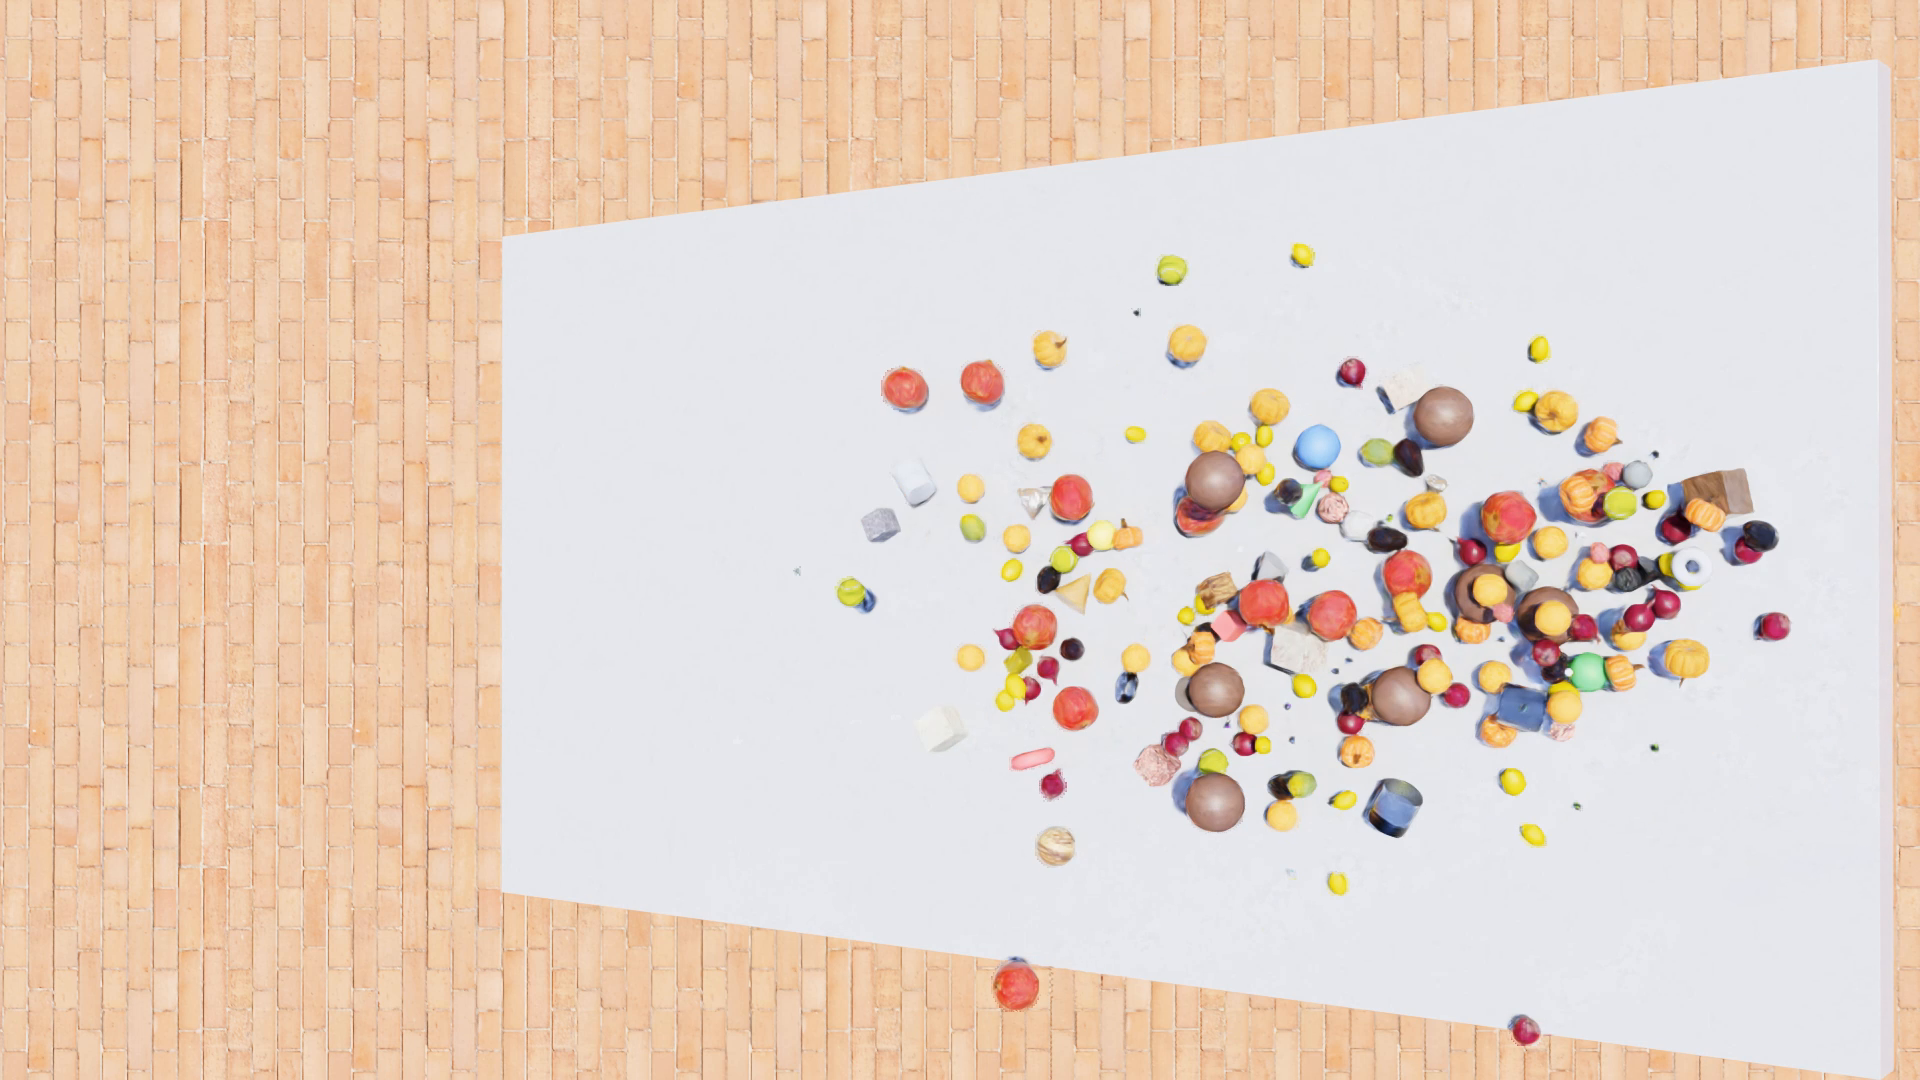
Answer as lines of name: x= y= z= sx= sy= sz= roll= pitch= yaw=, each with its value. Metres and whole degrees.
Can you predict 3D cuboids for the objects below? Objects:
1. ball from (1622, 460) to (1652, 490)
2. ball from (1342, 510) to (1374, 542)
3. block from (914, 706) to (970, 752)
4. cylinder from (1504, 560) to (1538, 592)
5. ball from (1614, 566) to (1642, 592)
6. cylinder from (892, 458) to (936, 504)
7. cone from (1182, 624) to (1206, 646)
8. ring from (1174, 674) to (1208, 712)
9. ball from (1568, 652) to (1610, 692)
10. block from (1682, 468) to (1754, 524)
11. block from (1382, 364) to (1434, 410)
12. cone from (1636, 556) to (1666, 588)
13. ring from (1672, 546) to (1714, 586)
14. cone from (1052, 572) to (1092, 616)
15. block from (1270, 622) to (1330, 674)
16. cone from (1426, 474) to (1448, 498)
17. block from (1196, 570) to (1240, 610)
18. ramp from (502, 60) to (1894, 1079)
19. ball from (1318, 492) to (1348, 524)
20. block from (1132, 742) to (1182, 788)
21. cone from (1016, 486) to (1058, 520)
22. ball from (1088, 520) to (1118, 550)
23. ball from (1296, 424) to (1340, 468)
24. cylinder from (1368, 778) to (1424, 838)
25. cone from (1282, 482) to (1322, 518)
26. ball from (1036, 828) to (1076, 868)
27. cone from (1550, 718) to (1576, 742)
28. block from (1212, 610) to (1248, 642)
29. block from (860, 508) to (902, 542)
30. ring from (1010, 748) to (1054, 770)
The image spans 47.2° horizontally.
ball: x=1.404 y=-0.135 z=4.557 sx=0.060 sy=0.060 sz=0.060 roll=0 pitch=90 yaw=0
ball: x=0.895 y=-0.033 z=4.945 sx=0.072 sy=0.072 sz=0.072 roll=0 pitch=90 yaw=0
block: x=-0.048 y=0.483 z=5.632 sx=0.086 sy=0.086 sz=0.086 roll=-36 pitch=69 yaw=20
cylinder: x=1.187 y=0.076 z=4.650 sx=0.051 sy=0.051 sz=0.051 roll=-46 pitch=56 yaw=0
ball: x=1.377 y=0.081 z=4.536 sx=0.052 sy=0.052 sz=0.052 roll=0 pitch=90 yaw=0
cylinder: x=-0.117 y=-0.152 z=5.639 sx=0.085 sy=0.085 sz=0.085 roll=-31 pitch=64 yaw=0
cone: x=0.564 y=0.213 z=5.221 sx=0.059 sy=0.059 sz=0.059 roll=-32 pitch=90 yaw=4
ring: x=0.550 y=0.364 z=5.228 sx=0.089 sy=0.030 sz=0.089 roll=1 pitch=91 yaw=38
ball: x=1.315 y=0.277 z=4.602 sx=0.082 sy=0.082 sz=0.082 roll=0 pitch=90 yaw=0
block: x=1.531 y=-0.088 z=4.444 sx=0.091 sy=0.091 sz=0.091 roll=-3 pitch=80 yaw=-41
block: x=0.991 y=-0.338 z=4.866 sx=0.071 sy=0.071 sz=0.071 roll=-29 pitch=85 yaw=35
cone: x=1.416 y=0.079 z=4.557 sx=0.065 sy=0.065 sz=0.065 roll=28 pitch=122 yaw=0
ring: x=1.480 y=0.054 z=4.446 sx=0.084 sy=0.028 sz=0.084 roll=10 pitch=109 yaw=32
cone: x=0.296 y=0.116 z=5.410 sx=0.099 sy=0.099 sz=0.099 roll=38 pitch=82 yaw=0
block: x=0.764 y=0.241 z=4.934 sx=0.088 sy=0.088 sz=0.088 roll=-5 pitch=107 yaw=-42
cone: x=1.046 y=-0.109 z=4.861 sx=0.050 sy=0.050 sz=0.050 roll=15 pitch=131 yaw=0
block: x=0.601 y=0.118 z=5.127 sx=0.062 sy=0.062 sz=0.062 roll=-17 pitch=77 yaw=-23
ramp: x=0.232 y=0.065 z=5.550 sx=4.000 sy=0.100 sz=2.000 roll=0 pitch=89 yaw=37
ball: x=0.846 y=-0.072 z=4.984 sx=0.070 sy=0.070 sz=0.070 roll=0 pitch=90 yaw=0
block: x=0.472 y=0.538 z=5.259 sx=0.071 sy=0.071 sz=0.071 roll=47 pitch=116 yaw=27
cone: x=0.203 y=-0.111 z=5.481 sx=0.092 sy=0.092 sz=0.092 roll=-27 pitch=90 yaw=9
ball: x=0.347 y=-0.011 z=5.355 sx=0.075 sy=0.075 sz=0.075 roll=0 pitch=90 yaw=0
ball: x=0.813 y=-0.212 z=4.990 sx=0.100 sy=0.100 sz=0.100 roll=0 pitch=90 yaw=0
cylinder: x=0.962 y=0.591 z=4.850 sx=0.091 sy=0.091 sz=0.091 roll=22 pitch=121 yaw=0
cone: x=0.793 y=-0.108 z=5.003 sx=0.085 sy=0.085 sz=0.085 roll=-36 pitch=90 yaw=31
ball: x=0.237 y=0.757 z=5.418 sx=0.097 sy=0.097 sz=0.097 roll=0 pitch=90 yaw=0
cone: x=1.273 y=0.392 z=4.673 sx=0.054 sy=0.054 sz=0.054 roll=0 pitch=113 yaw=-1
block: x=0.632 y=0.201 z=5.153 sx=0.052 sy=0.052 sz=0.052 roll=51 pitch=117 yaw=26
block: x=-0.208 y=-0.040 z=5.778 sx=0.066 sy=0.066 sz=0.066 roll=-32 pitch=71 yaw=32
ring: x=0.180 y=0.542 z=5.443 sx=0.114 sy=0.114 sz=0.038 roll=-15 pitch=85 yaw=0
